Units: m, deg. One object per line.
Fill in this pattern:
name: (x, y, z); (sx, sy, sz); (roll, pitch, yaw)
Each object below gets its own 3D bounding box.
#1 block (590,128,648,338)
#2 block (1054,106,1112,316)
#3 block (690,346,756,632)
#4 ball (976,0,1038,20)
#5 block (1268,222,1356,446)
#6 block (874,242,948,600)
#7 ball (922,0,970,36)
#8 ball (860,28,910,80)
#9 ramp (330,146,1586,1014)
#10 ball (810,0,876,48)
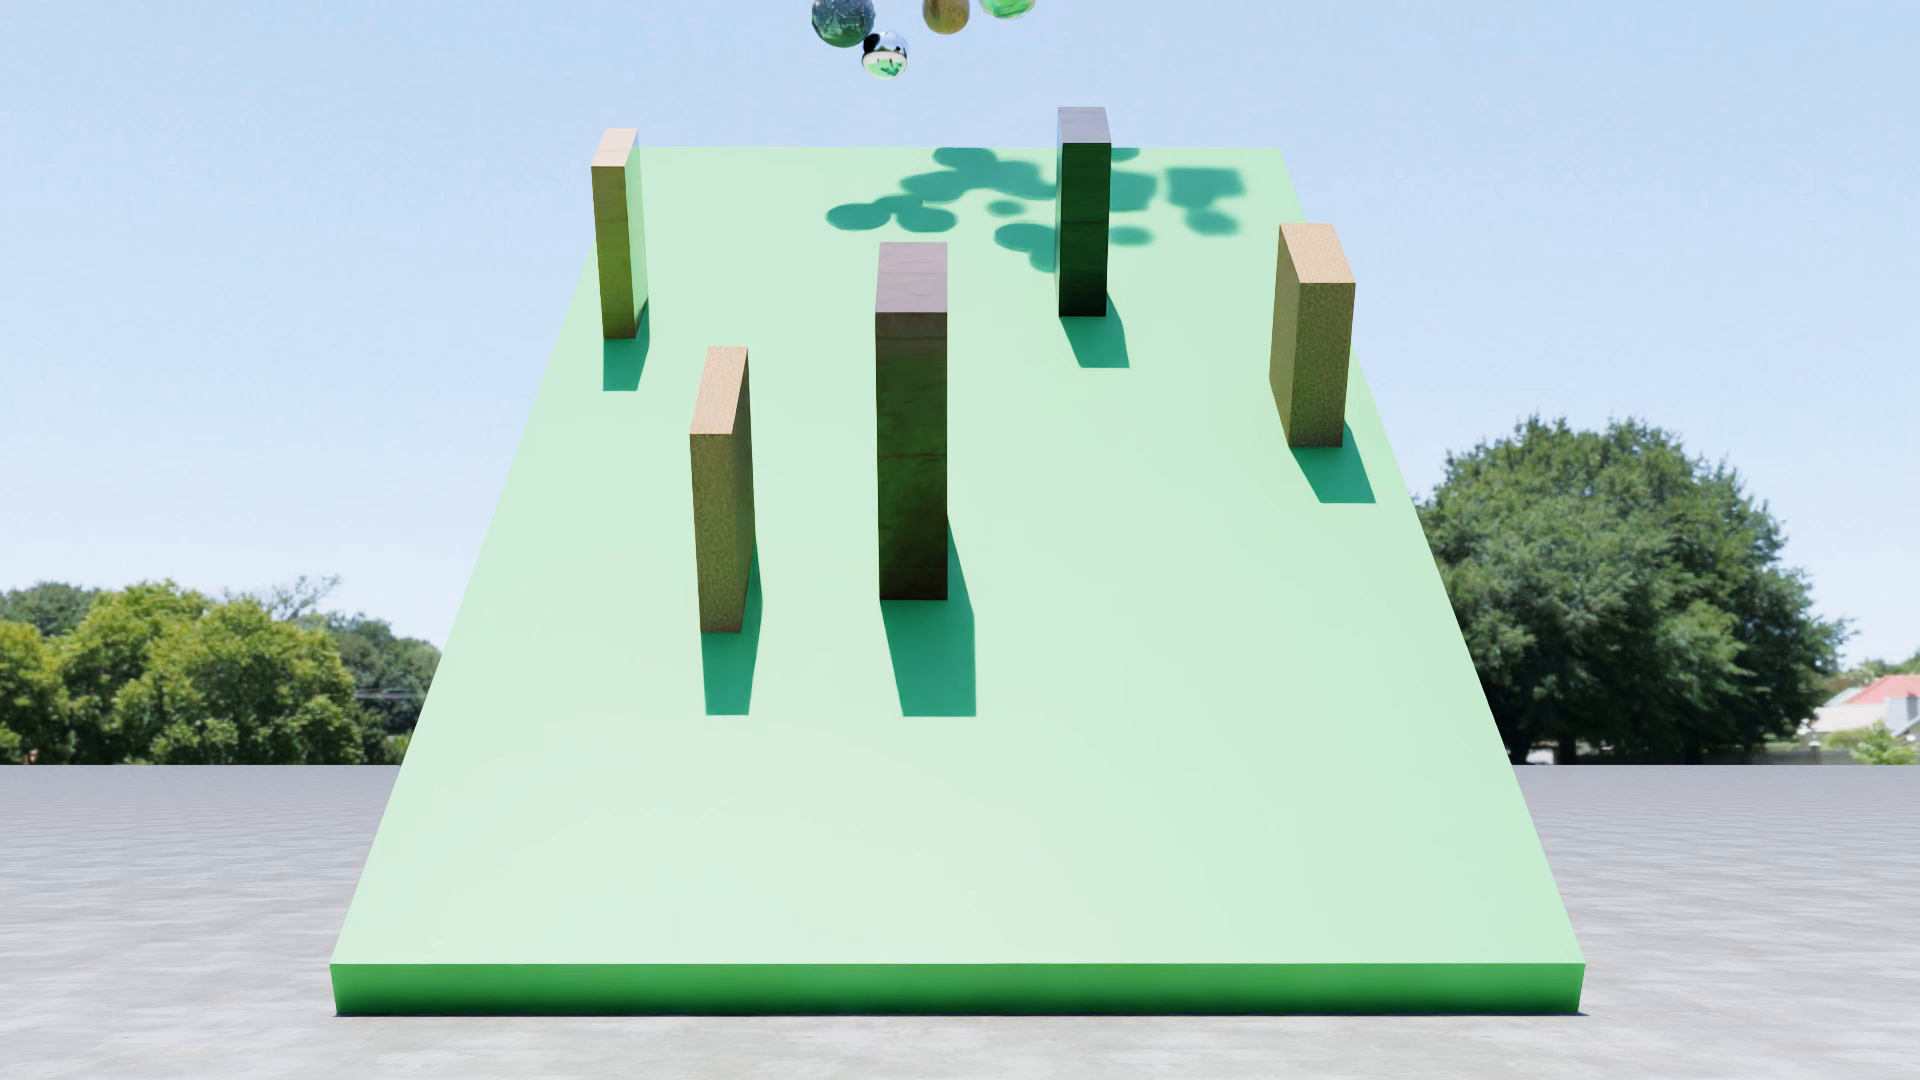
block: (-0.857, -0.776, 6.032); (0.082, 0.454, 0.288); (0, 28, 0)
block: (0.314, -0.849, 6.165); (0.123, 0.466, 0.287); (0, 28, 0)
block: (-0.474, -0.107, 4.799); (0.080, 0.435, 0.415); (0, 28, 0)
ball: (0.133, -1.563, 6.735); (0.191, 0.191, 0.191); (0, -5, 0)
block: (0.813, -0.480, 5.541); (0.123, 0.403, 0.377); (0, 28, 0)
block: (-0.095, -0.244, 4.853); (0.138, 0.628, 0.373); (0, 28, 0)
ball: (-0.042, -1.623, 7.315); (0.151, 0.151, 0.151); (0, -5, 0)
ball: (-0.217, -1.406, 6.916); (0.147, 0.147, 0.147); (0, -5, 0)
ramp: (-0.011, -0.222, 5.588); (2.000, 0.100, 4.000); (0, 28, 0)
ball: (-0.336, -1.508, 6.858); (0.185, 0.185, 0.185); (0, -5, 0)
